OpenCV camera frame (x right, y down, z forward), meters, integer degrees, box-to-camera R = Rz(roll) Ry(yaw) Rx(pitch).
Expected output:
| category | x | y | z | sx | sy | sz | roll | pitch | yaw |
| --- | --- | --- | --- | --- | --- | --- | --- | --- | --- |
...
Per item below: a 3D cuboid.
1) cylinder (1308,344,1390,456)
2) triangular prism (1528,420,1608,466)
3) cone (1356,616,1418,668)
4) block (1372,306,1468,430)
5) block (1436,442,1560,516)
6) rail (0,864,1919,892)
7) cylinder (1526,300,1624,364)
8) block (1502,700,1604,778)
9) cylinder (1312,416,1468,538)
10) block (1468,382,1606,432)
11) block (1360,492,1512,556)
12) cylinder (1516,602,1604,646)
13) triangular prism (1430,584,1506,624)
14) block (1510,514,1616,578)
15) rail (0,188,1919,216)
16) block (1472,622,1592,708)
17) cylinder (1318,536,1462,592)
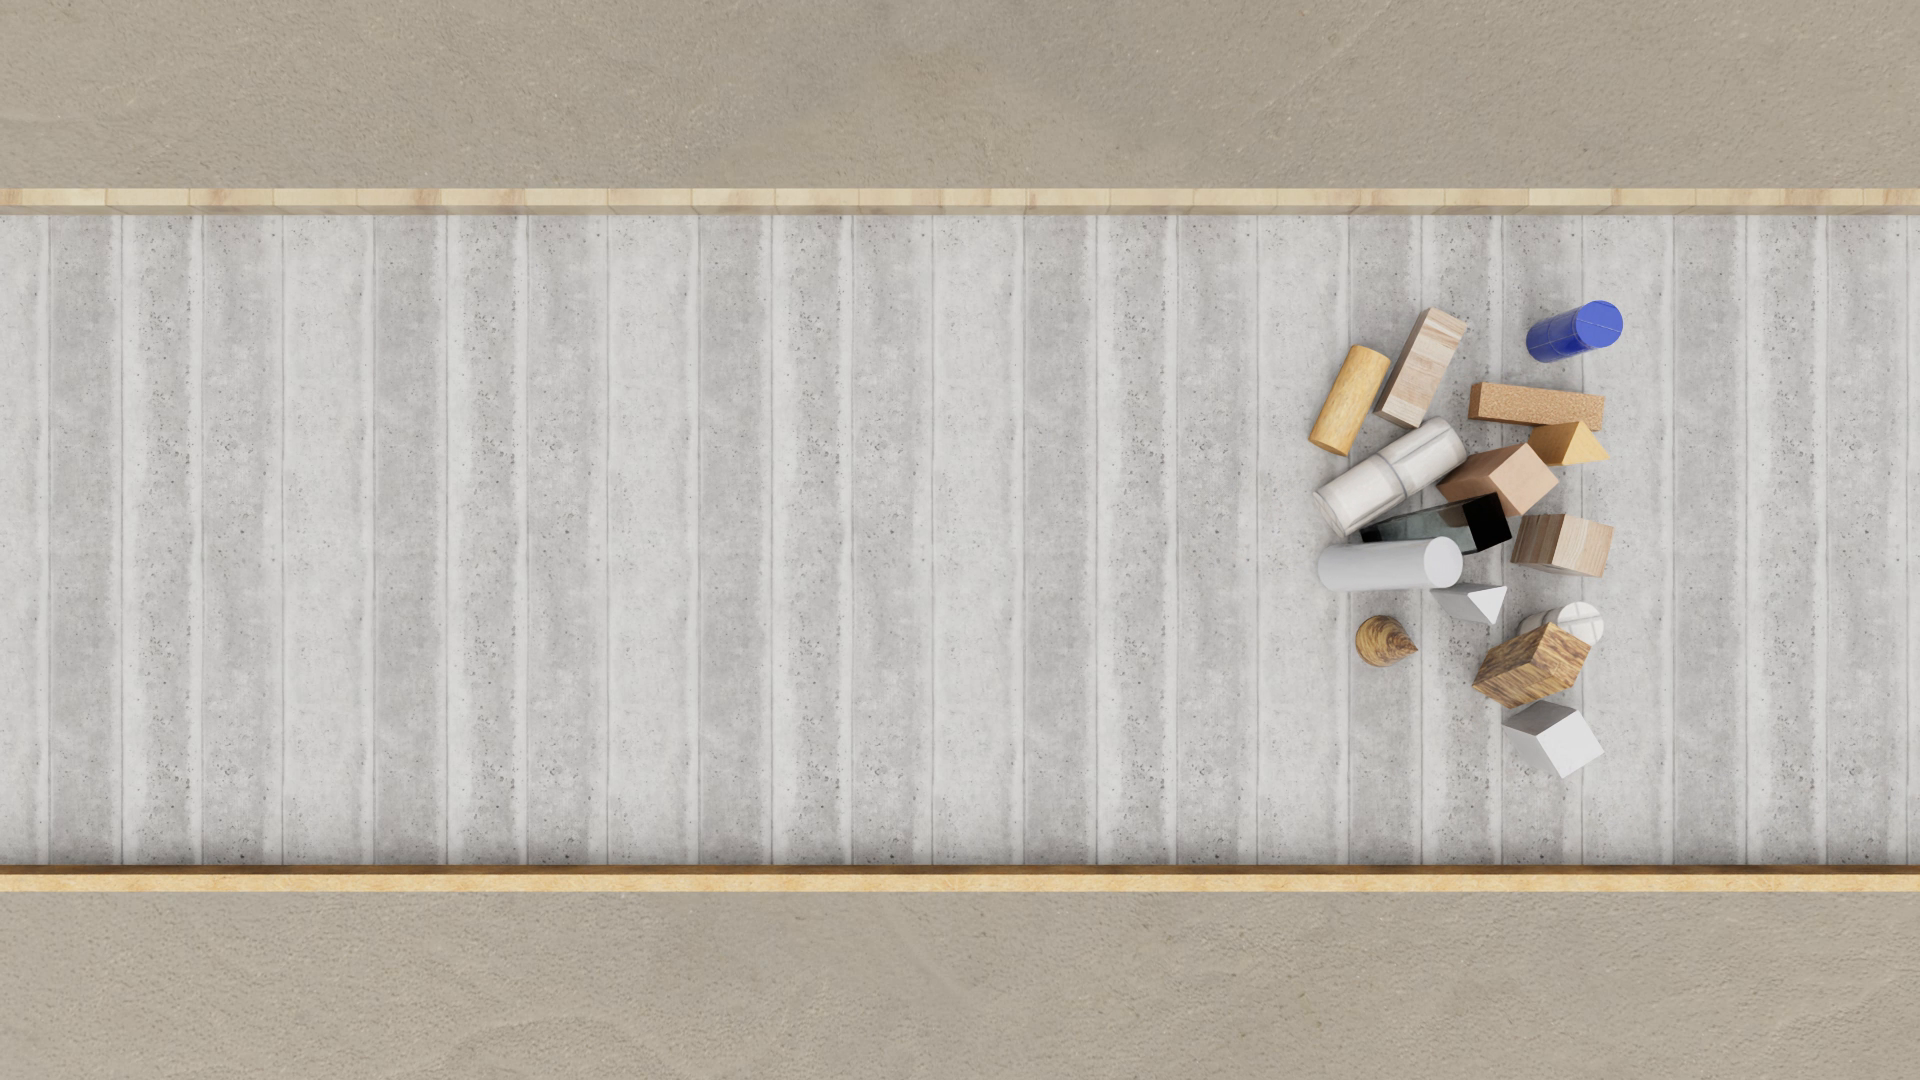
| category | x | y | z | sx | sy | sz | roll | pitch | yaw |
| --- | --- | --- | --- | --- | --- | --- | --- | --- | --- |
| cylinder | 1.183 | -0.422 | 5.013 | 0.128 | 0.128 | 0.314 | 25 | 90 | 0 |
| triangular prism | 1.778 | -0.287 | 4.889 | 0.135 | 0.373 | 0.117 | -8 | 91 | 0 |
| cone | 1.297 | 0.312 | 4.870 | 0.162 | 0.413 | 0.162 | 0 | 90 | 0 |
| block | 1.397 | -0.519 | 5.016 | 0.121 | 0.121 | 0.346 | 26 | 90 | 0 |
| block | 1.576 | -0.166 | 4.860 | 0.146 | 0.420 | 0.146 | -41 | 91 | -4 |
| rail | -2.247 | 1.025 | 5.001 | 12.000 | 0.150 | 0.050 | 0 | 90 | 0 |
| cylinder | 1.809 | -0.611 | 4.871 | 0.134 | 0.411 | 0.134 | 0 | 90 | 0 |
| block | 1.764 | 0.590 | 4.922 | 0.145 | 0.309 | 0.145 | -32 | 90 | 0 |
| cylinder | 1.301 | -0.191 | 4.994 | 0.436 | 0.166 | 0.166 | -32 | 90 | 0 |
| block | 1.754 | -0.403 | 5.024 | 0.373 | 0.104 | 0.104 | 7 | 90 | 0 |
| block | 1.390 | -0.018 | 4.845 | 0.140 | 0.447 | 0.140 | -19 | 90 | -27 |
| cylinder | 1.779 | 0.270 | 4.904 | 0.134 | 0.328 | 0.134 | 0 | 81 | -2 |
| triangular prism | 1.519 | 0.165 | 4.885 | 0.097 | 0.384 | 0.113 | -41 | 90 | 0 |
| block | 1.784 | 0.017 | 4.897 | 0.149 | 0.360 | 0.149 | 15 | 90 | 0 |
| rail | -2.247 | -1.025 | 5.002 | 12.000 | 0.150 | 0.050 | 0 | 90 | 0 |
| block | 1.674 | 0.374 | 4.852 | 0.135 | 0.423 | 0.135 | 31 | 75 | 3 |
| cylinder | 1.256 | 0.074 | 4.841 | 0.144 | 0.456 | 0.144 | 2 | 86 | -27 |
